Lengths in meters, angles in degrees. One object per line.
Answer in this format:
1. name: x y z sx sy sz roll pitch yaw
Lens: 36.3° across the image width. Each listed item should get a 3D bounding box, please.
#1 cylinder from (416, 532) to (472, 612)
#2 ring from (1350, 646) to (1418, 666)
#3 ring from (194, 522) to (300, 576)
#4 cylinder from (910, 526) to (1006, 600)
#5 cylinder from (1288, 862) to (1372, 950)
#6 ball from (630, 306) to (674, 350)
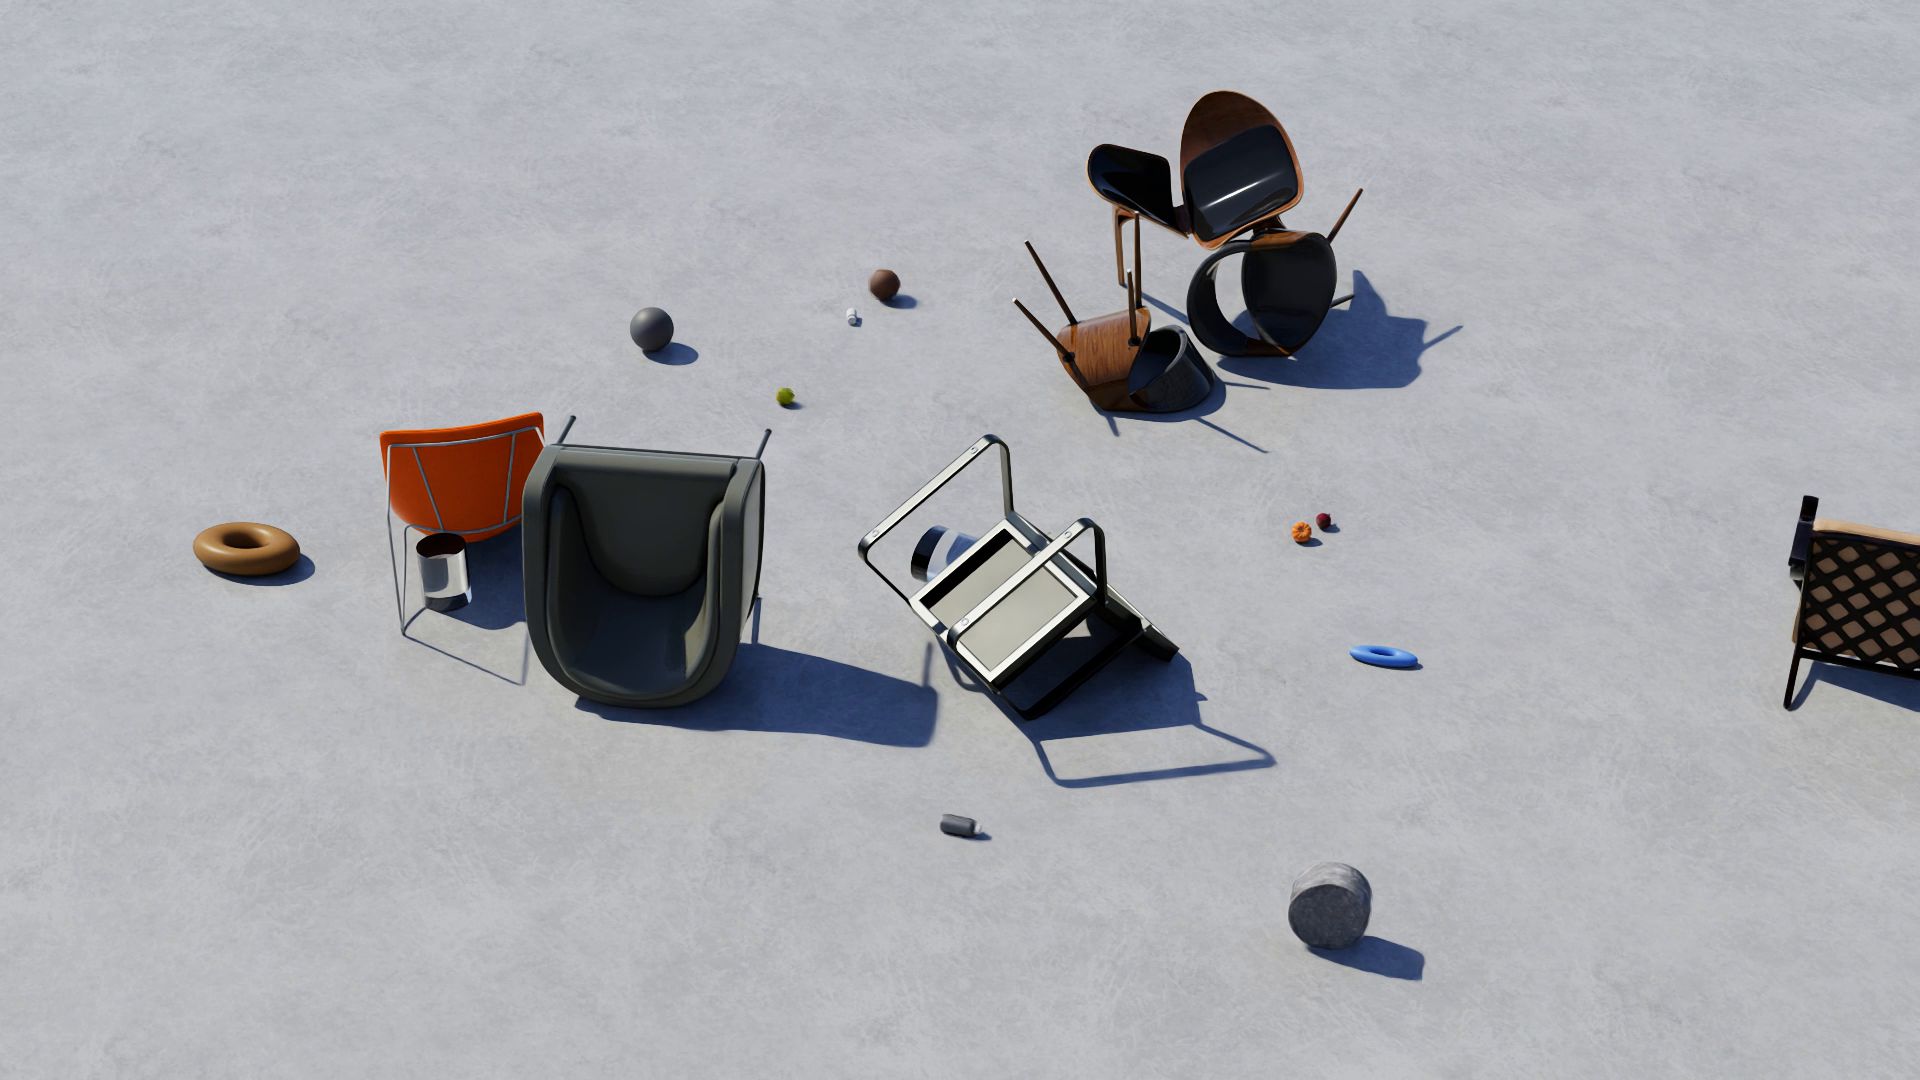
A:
1. cylinder: -1.858 0.116 10.559 0.178 0.230 0.169 -11 35 -16
2. ring: 1.487 0.407 10.292 0.242 0.039 0.086 8 33 13
3. ring: -2.628 0.033 10.802 0.413 0.104 0.266 8 33 13
4. cylinder: -0.007 0.083 10.630 0.247 0.206 0.258 18 29 26
5. cylinder: 1.136 1.122 8.998 0.243 0.268 0.106 22 37 -2
6. ball: -1.272 -0.872 12.102 0.182 0.182 0.182 0 33 0
